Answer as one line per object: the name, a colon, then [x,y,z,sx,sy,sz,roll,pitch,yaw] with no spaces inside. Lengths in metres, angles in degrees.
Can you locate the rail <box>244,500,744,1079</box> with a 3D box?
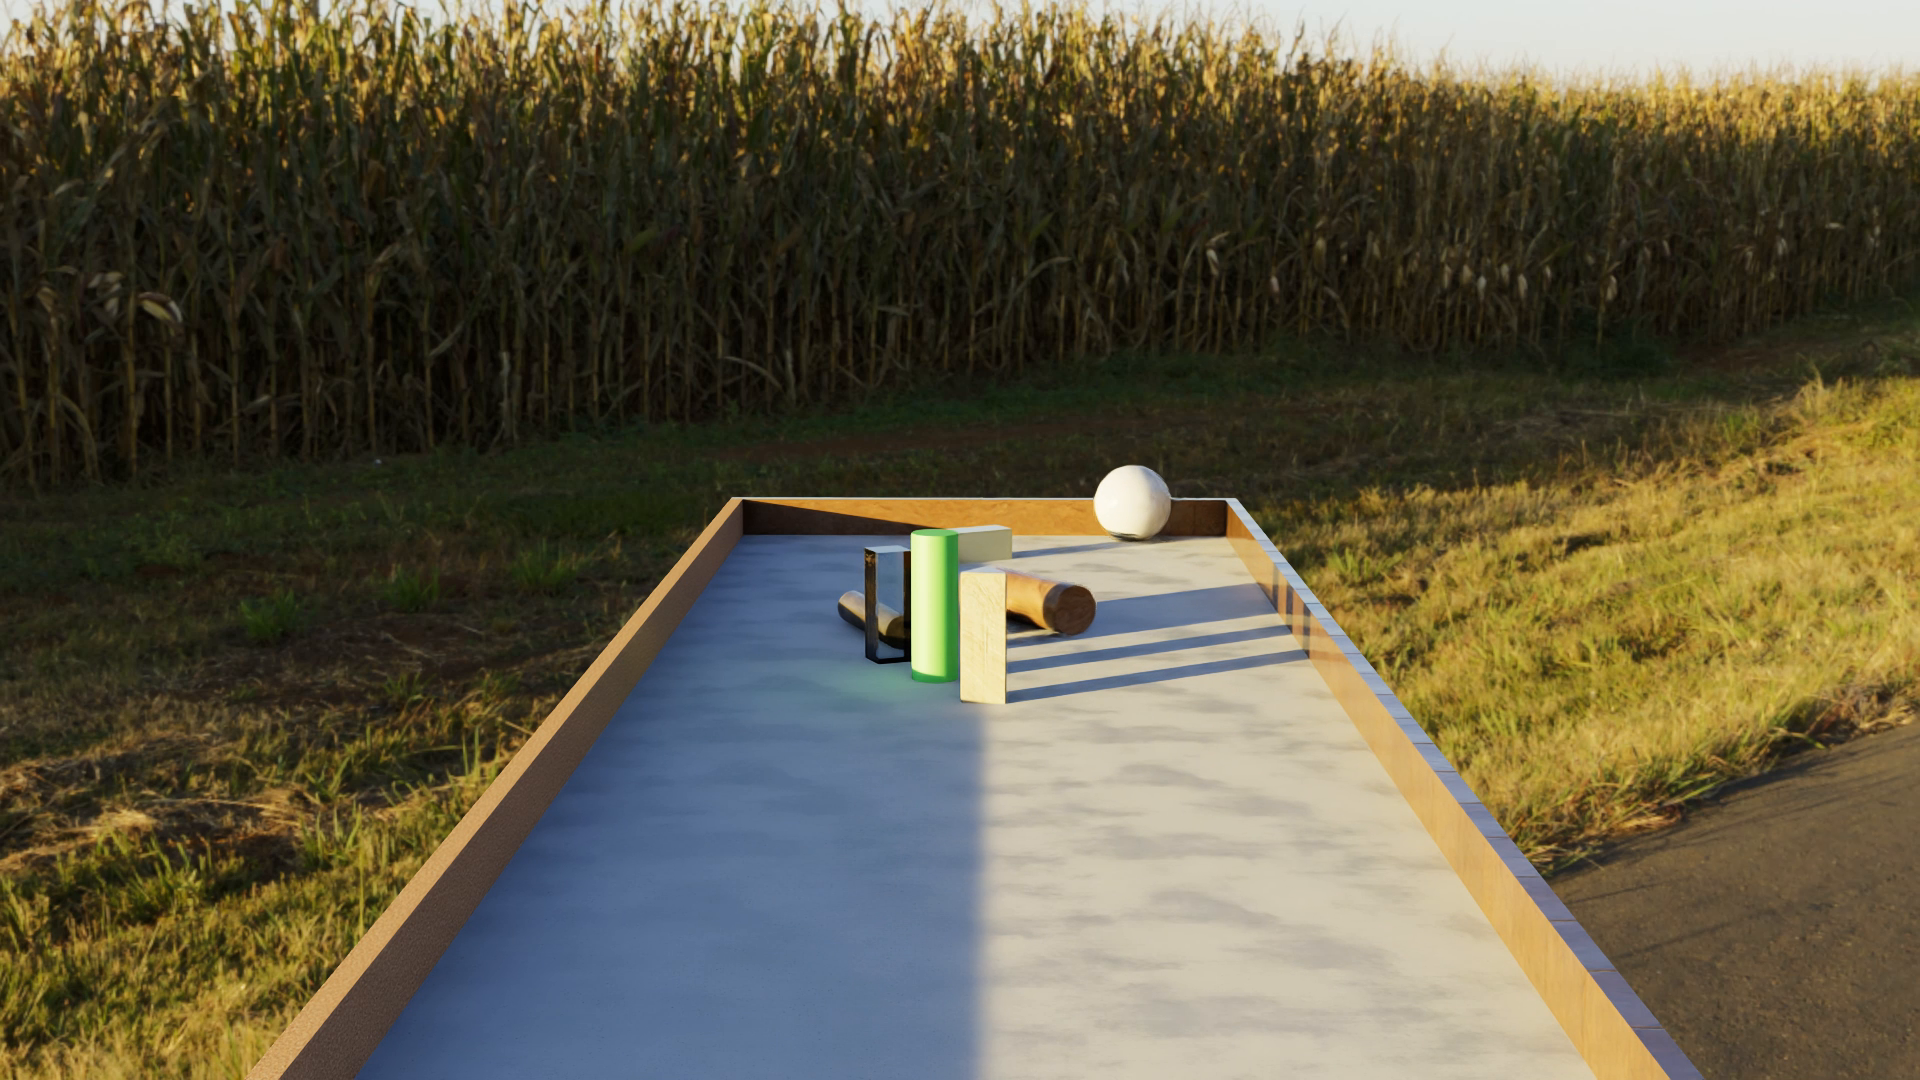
rail: [-1.004,0.839,3.234,0.050,0.150,12.000,0,9,1]

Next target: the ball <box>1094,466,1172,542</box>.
ball: [0.704,-0.148,8.947,0.313,0.313,0.313,0,9,0]

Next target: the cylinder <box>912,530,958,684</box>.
cylinder: [-0.073,0.192,6.421,0.137,0.432,0.137,0,9,0]

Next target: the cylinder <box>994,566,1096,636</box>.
cylinder: [0.244,0.199,7.240,0.162,0.162,0.445,-6,11,-34]

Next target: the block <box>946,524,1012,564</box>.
block: [0.018,0.020,8.499,0.355,0.119,0.119,-5,10,-29]

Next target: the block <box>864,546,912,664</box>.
block: [-0.217,0.196,6.685,0.112,0.341,0.112,-4,10,-23]

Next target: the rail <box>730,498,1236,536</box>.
rail: [0.099,-0.098,9.147,2.100,0.150,0.050,0,9,1]

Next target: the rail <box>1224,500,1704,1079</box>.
rail: [1.046,0.843,3.208,0.050,0.150,12.000,0,9,1]

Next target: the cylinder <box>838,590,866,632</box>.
cylinder: [-0.275,0.252,7.075,0.107,0.107,0.437,-3,10,-21]

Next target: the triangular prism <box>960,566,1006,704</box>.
triangular prism: [0.072,0.264,6.161,0.126,0.369,0.110,1,9,7]
